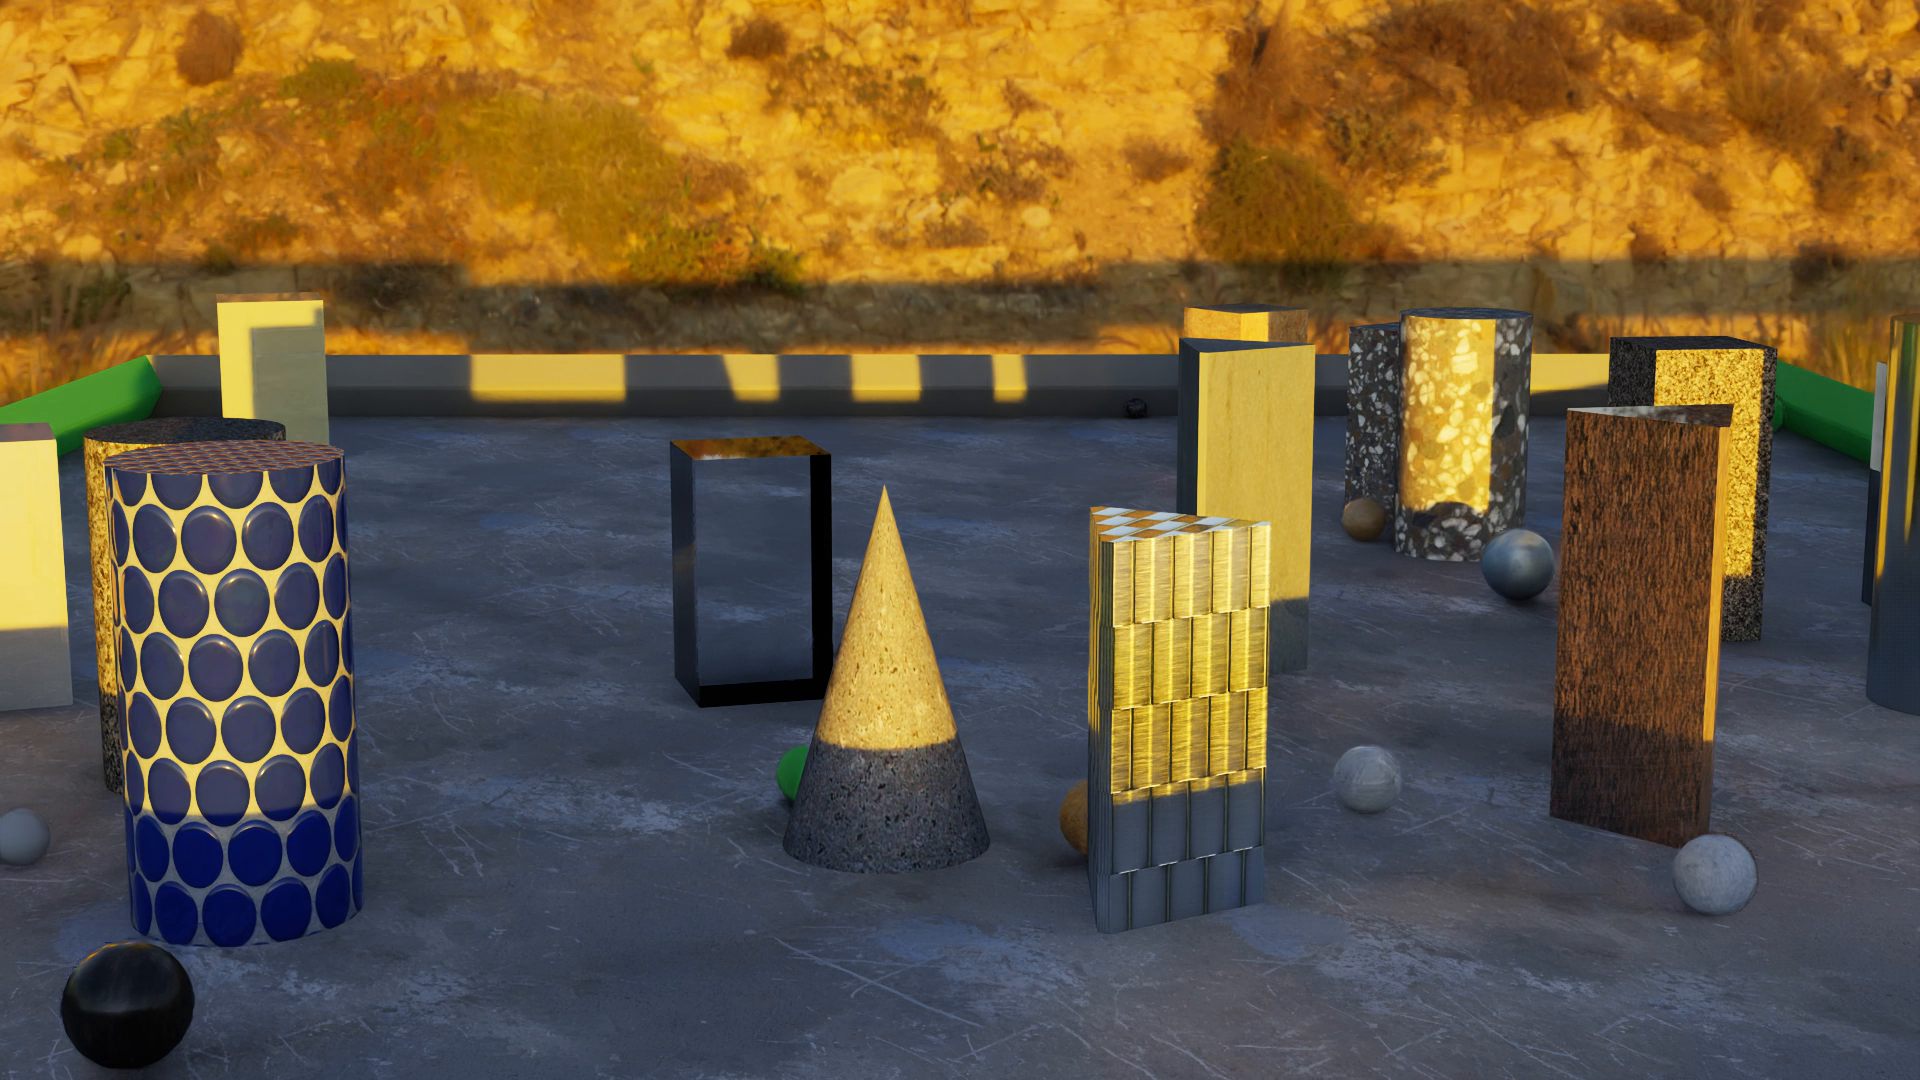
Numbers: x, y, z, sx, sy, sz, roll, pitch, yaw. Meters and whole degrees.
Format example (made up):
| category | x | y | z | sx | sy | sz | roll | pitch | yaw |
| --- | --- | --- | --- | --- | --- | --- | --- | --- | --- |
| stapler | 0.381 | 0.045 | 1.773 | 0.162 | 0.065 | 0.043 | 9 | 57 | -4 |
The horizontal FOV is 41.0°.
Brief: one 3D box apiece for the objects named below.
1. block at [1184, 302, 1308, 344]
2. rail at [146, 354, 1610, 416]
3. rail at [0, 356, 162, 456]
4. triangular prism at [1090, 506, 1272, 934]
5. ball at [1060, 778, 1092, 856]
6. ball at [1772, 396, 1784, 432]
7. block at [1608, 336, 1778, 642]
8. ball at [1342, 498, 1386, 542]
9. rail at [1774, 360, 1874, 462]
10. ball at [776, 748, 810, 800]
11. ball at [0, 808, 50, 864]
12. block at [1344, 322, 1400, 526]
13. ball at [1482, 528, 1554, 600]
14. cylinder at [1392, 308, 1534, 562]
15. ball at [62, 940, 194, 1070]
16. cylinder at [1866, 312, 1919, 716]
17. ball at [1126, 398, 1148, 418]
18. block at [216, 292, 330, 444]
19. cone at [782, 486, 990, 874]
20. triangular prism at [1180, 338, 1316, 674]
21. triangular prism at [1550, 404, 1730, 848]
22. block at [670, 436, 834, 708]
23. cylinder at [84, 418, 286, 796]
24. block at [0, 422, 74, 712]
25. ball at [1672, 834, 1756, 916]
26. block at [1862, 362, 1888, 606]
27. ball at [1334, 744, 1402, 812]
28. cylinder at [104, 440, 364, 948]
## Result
| category | x | y | z | sx | sy | sz | roll | pitch | yaw |
| --- | --- | --- | --- | --- | --- | --- | --- | --- | --- |
| block | 0.516 | -0.274 | 4.656 | 0.158 | 0.294 | 0.158 | -7 | 13 | -34 |
| rail | -0.011 | -0.321 | 5.357 | 3.382 | 0.128 | 0.045 | 0 | 10 | 0 |
| rail | -1.667 | 0.035 | 3.439 | 0.045 | 0.128 | 3.929 | 0 | 10 | 0 |
| triangular prism | 0.157 | 0.148 | 2.254 | 0.171 | 0.338 | 0.148 | -6 | 12 | -30 |
| ball | 0.129 | 0.258 | 2.387 | 0.074 | 0.074 | 0.074 | 0 | 10 | 0 |
| ball | 1.598 | -0.251 | 5.109 | 0.084 | 0.084 | 0.084 | 0 | 10 | 0 |
| block | 0.938 | -0.068 | 3.319 | 0.158 | 0.376 | 0.158 | -1 | 11 | -7 |
| ball | 0.624 | -0.032 | 3.971 | 0.067 | 0.067 | 0.067 | 0 | 10 | 0 |
| rail | 1.667 | 0.031 | 3.458 | 0.045 | 0.128 | 3.929 | 0 | 10 | 0 |
| ball | -0.156 | 0.235 | 2.564 | 0.055 | 0.055 | 0.055 | 0 | 10 | 0 |
| ball | -0.866 | 0.274 | 2.366 | 0.051 | 0.051 | 0.051 | 0 | 10 | 0 |
| block | 0.737 | -0.187 | 4.140 | 0.158 | 0.312 | 0.158 | -9 | 14 | -40 |
| ball | 0.768 | 0.034 | 3.530 | 0.099 | 0.099 | 0.099 | 0 | 10 | 0 |
| cylinder | 0.758 | -0.163 | 3.875 | 0.197 | 0.360 | 0.197 | 0 | 10 | 0 |
| ball | -0.611 | 0.342 | 1.885 | 0.093 | 0.093 | 0.093 | 0 | 10 | 0 |
| cylinder | 1.155 | -0.031 | 2.936 | 0.197 | 0.442 | 0.197 | 0 | 10 | 0 |
| ball | 0.369 | -0.274 | 5.347 | 0.042 | 0.042 | 0.042 | 0 | 10 | 0 |
| block | -1.086 | -0.201 | 4.065 | 0.158 | 0.366 | 0.158 | -3 | 11 | -16 |
| cone | -0.070 | 0.118 | 2.405 | 0.197 | 0.344 | 0.197 | 0 | 10 | 0 |
| triangular prism | 0.312 | -0.041 | 3.116 | 0.171 | 0.397 | 0.148 | -7 | 13 | -33 |
| triangular prism | 0.692 | 0.075 | 2.475 | 0.148 | 0.402 | 0.171 | -9 | 14 | -41 |
| block | -0.246 | 0.034 | 3.014 | 0.158 | 0.288 | 0.158 | -3 | 11 | -16 |
| cylinder | -0.786 | 0.066 | 2.635 | 0.197 | 0.361 | 0.197 | 0 | 10 | 0 |
| block | -1.126 | 0.030 | 2.973 | 0.158 | 0.308 | 0.158 | -4 | 11 | -22 |
| ball | 0.654 | 0.290 | 2.224 | 0.071 | 0.071 | 0.071 | 0 | 10 | 0 |
| block | 1.321 | -0.065 | 3.424 | 0.158 | 0.331 | 0.158 | 0 | 10 | -2 |
| ball | 0.402 | 0.235 | 2.530 | 0.067 | 0.067 | 0.067 | 0 | 10 | 0 |
| cylinder | -0.621 | 0.126 | 2.205 | 0.197 | 0.400 | 0.197 | 0 | 10 | 0 |
